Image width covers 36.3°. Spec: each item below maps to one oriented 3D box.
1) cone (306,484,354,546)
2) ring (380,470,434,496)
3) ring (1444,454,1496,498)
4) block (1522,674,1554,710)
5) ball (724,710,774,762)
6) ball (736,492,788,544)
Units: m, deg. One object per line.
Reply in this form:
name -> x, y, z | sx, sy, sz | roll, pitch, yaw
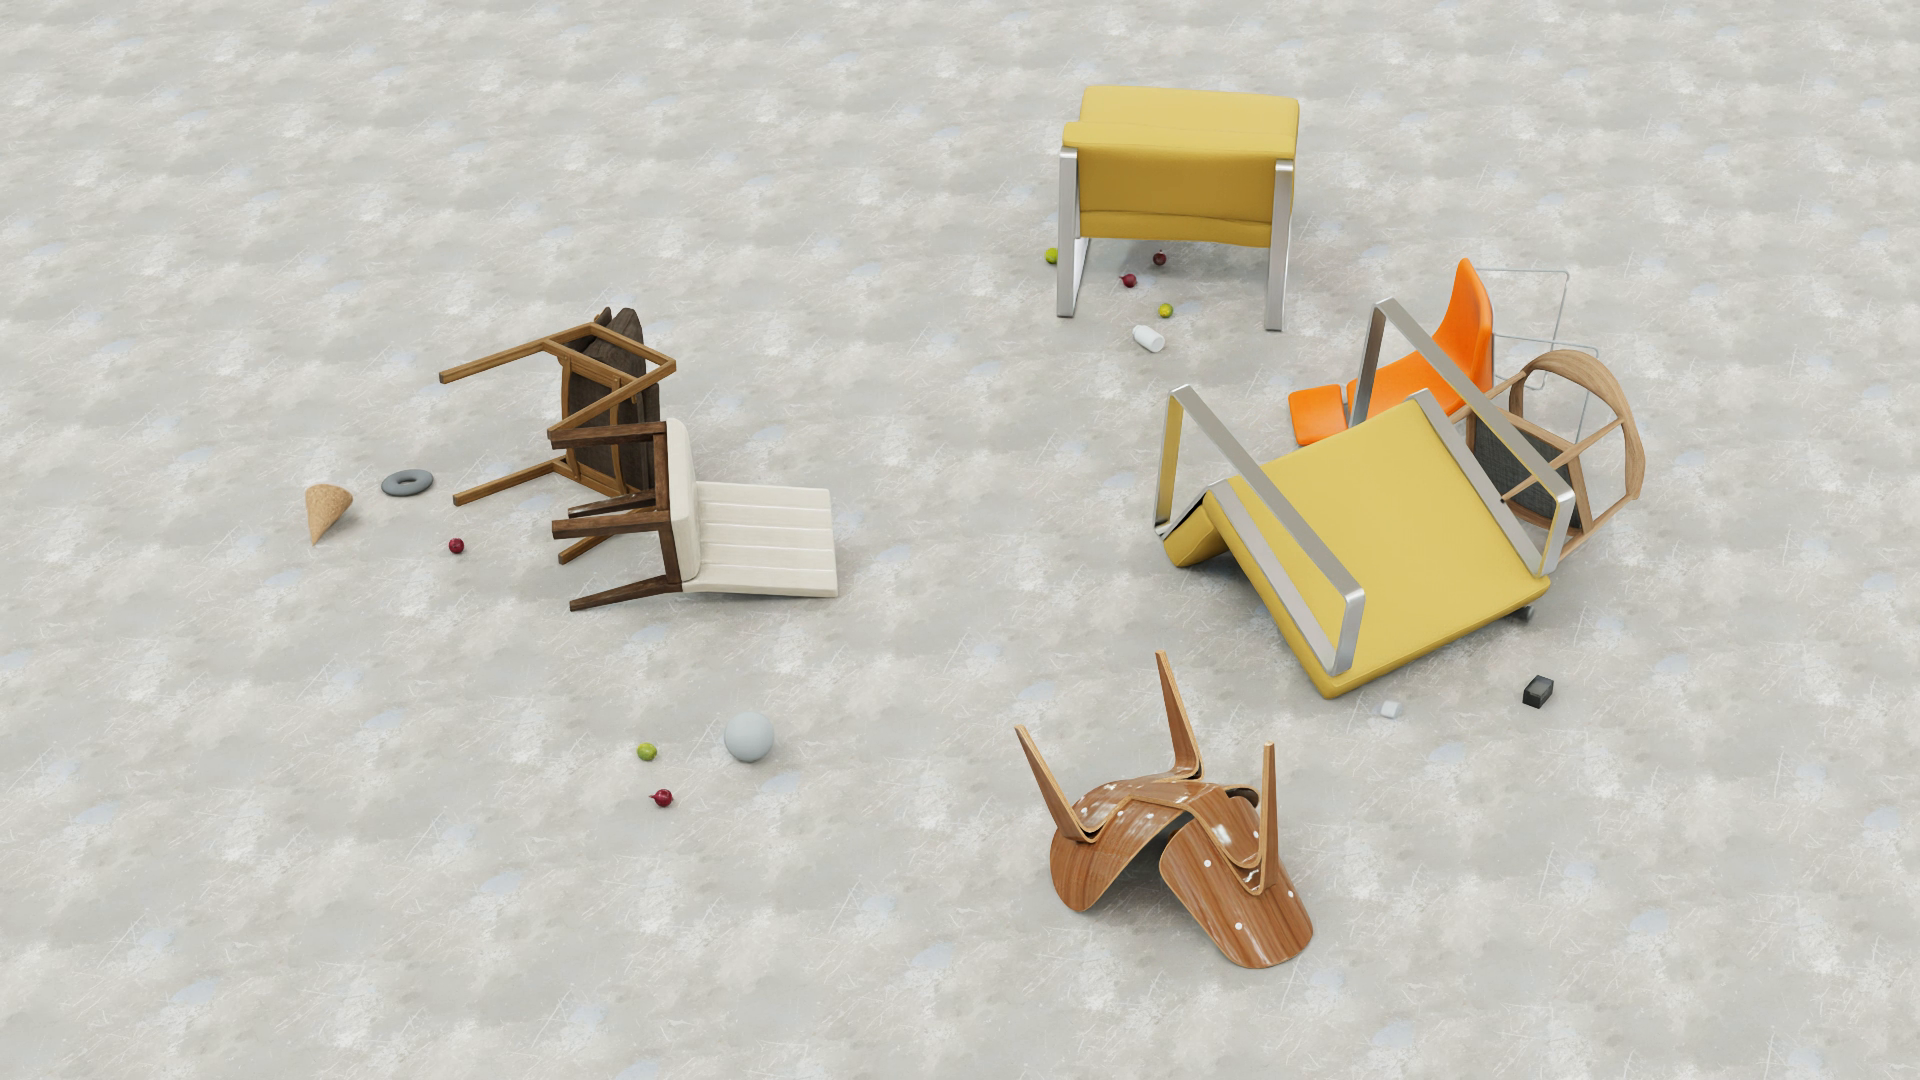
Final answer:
cone -> -2.393, -0.068, 10.981 | 0.190, 0.151, 0.242 | -5, 49, 18
ring -> -2.119, -0.220, 11.243 | 0.204, 0.039, 0.158 | -16, 36, -21
ring -> 1.955, -0.245, 11.241 | 0.161, 0.083, 0.266 | -12, 36, -20
block -> 1.991, 0.523, 10.099 | 0.063, 0.057, 0.107 | 21, 39, 28
ball -> -0.705, 0.655, 9.796 | 0.170, 0.170, 0.170 | 0, 33, 0
ball -> -0.733, -0.081, 10.893 | 0.192, 0.192, 0.192 | 0, 33, 0
